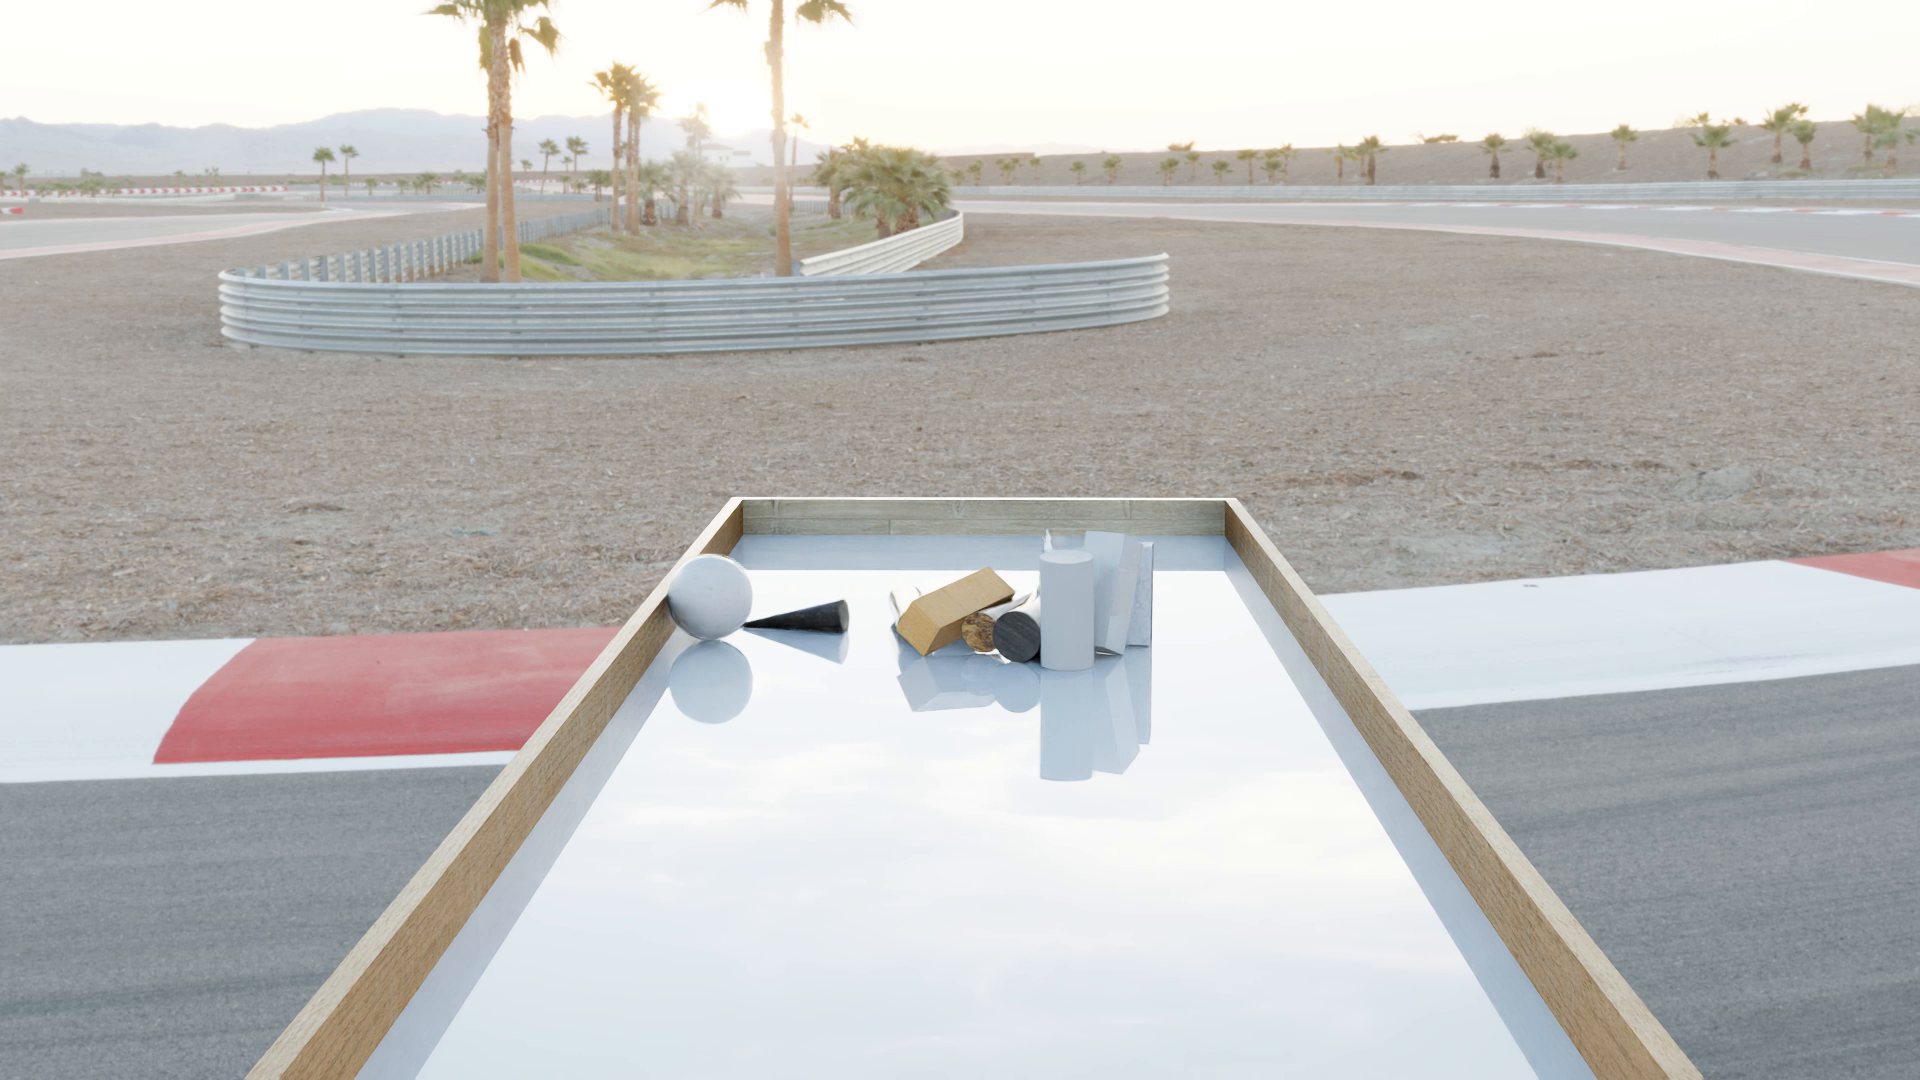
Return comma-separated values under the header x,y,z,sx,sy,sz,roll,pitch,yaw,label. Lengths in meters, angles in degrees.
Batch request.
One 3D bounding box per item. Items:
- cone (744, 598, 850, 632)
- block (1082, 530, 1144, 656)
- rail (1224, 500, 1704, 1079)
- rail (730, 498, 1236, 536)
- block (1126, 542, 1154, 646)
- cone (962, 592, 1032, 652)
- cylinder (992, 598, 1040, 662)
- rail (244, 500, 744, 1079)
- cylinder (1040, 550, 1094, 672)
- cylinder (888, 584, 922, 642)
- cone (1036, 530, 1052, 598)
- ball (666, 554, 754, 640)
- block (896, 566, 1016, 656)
x,y,z,sx,sy,sz,roll,pitch,yaw,label
-0.567,0.263,7.174,0.400,0.109,0.109,-6,7,15,cone
0.446,0.163,6.769,0.134,0.354,0.134,5,-11,31,block
1.046,0.843,3.208,0.050,0.150,12.000,0,9,1,rail
0.099,-0.098,9.147,2.100,0.150,0.050,0,9,1,rail
0.545,0.167,6.939,0.122,0.312,0.122,1,6,8,block
0.152,0.226,6.941,0.133,0.133,0.383,5,20,27,cone
0.232,0.271,6.792,0.159,0.159,0.300,4,10,24,cylinder
-1.004,0.839,3.234,0.050,0.150,12.000,0,9,1,rail
0.320,0.210,6.579,0.161,0.332,0.161,-1,14,0,cylinder
-0.159,0.237,7.144,0.117,0.117,0.450,-1,9,-6,cylinder
0.284,0.135,6.997,0.145,0.359,0.145,-2,9,0,cone
-0.793,0.184,6.981,0.272,0.272,0.272,0,9,0,ball
-0.009,0.220,6.884,0.126,0.126,0.396,43,37,19,block
